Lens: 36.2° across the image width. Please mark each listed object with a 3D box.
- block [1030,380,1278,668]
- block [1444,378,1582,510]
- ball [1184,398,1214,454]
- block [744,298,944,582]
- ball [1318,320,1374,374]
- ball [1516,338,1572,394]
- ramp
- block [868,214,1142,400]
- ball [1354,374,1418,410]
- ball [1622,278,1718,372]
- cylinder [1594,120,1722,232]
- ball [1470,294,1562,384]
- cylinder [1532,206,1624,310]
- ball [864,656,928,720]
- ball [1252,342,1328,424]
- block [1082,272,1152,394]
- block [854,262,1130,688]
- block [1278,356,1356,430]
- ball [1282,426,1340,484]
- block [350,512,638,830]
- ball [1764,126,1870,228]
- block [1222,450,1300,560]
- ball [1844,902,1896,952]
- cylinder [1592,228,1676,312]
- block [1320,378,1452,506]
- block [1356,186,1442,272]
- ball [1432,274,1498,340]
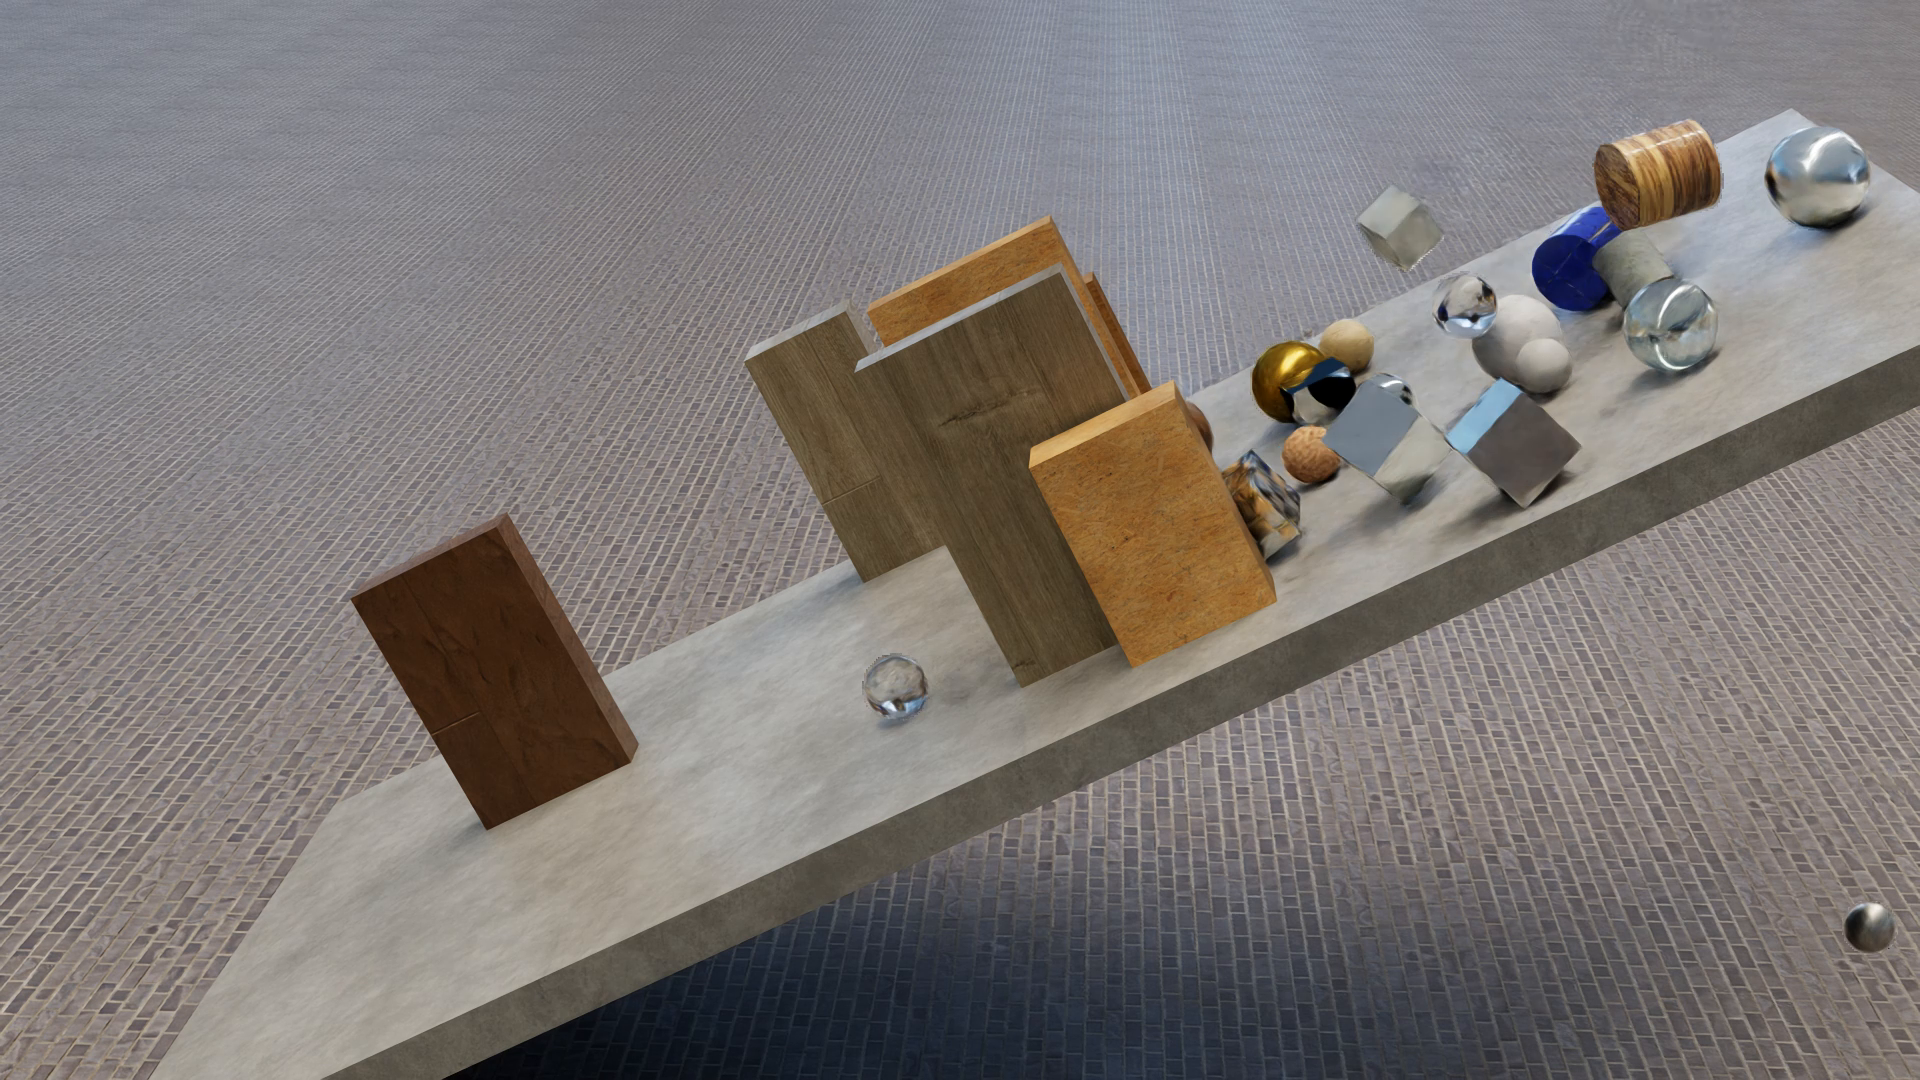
[{"bbox_3d":[0.358,-0.030,5.452,0.295,0.429,0.145,-25,14,10],"label":"block"},{"bbox_3d":[0.988,-0.174,5.260,0.151,0.151,0.151,40,6,-12],"label":"block"},{"bbox_3d":[0.444,-0.211,6.312,0.200,0.200,0.200,0,17,0],"label":"ball"},{"bbox_3d":[-0.244,-0.236,6.994,0.270,0.606,0.149,-25,14,10],"label":"block"},{"bbox_3d":[0.866,-0.433,6.592,0.124,0.124,0.124,0,17,0],"label":"ball"},{"bbox_3d":[1.141,-0.340,5.748,0.111,0.111,0.111,0,17,0],"label":"ball"},{"bbox_3d":[0.139,0.168,6.281,4.000,0.100,2.000,-25,14,10],"label":"ramp"},{"bbox_3d":[0.163,-0.237,5.945,0.407,0.731,0.083,-25,14,10],"label":"block"},{"bbox_3d":[0.864,-0.272,5.987,0.134,0.134,0.134,0,17,0],"label":"ball"},{"bbox_3d":[1.325,-0.401,5.485,0.173,0.173,0.173,0,17,0],"label":"ball"},{"bbox_3d":[1.431,-0.748,6.038,0.186,0.186,0.186,-17,20,-10],"label":"cylinder"},{"bbox_3d":[1.112,-0.400,5.877,0.180,0.180,0.180,0,17,0],"label":"ball"},{"bbox_3d":[1.317,-0.593,6.187,0.170,0.170,0.170,11,31,32],"label":"cylinder"},{"bbox_3d":[-0.126,0.294,5.851,0.127,0.127,0.127,0,17,0],"label":"ball"},{"bbox_3d":[0.726,-0.344,6.420,0.180,0.180,0.180,0,17,0],"label":"ball"},{"bbox_3d":[0.255,-0.298,6.509,0.329,0.488,0.101,-25,14,10],"label":"block"},{"bbox_3d":[0.154,-0.119,5.601,0.431,0.698,0.098,-25,14,10],"label":"block"},{"bbox_3d":[0.774,-0.292,6.243,0.130,0.130,0.130,-28,14,0],"label":"block"},{"bbox_3d":[0.712,-0.173,5.957,0.117,0.117,0.117,0,17,0],"label":"ball"},{"bbox_3d":[-1.035,0.296,6.573,0.374,0.611,0.117,-25,14,10],"label":"block"},{"bbox_3d":[1.707,-0.722,5.857,0.203,0.203,0.203,0,17,0],"label":"ball"},{"bbox_3d":[0.553,-0.053,5.653,0.142,0.142,0.142,-39,18,25],"label":"block"},{"bbox_3d":[1.984,0.845,6.413,0.108,0.108,0.108,0,17,0],"label":"ball"},{"bbox_3d":[1.349,-0.540,5.891,0.121,0.121,0.121,-14,65,-38],"label":"cylinder"},{"bbox_3d":[0.805,-0.184,5.529,0.148,0.148,0.148,40,6,41],"label":"block"},{"bbox_3d":[0.959,-0.681,6.422,0.112,0.112,0.112,-44,40,-3],"label":"block"},{"bbox_3d":[0.991,-0.458,5.776,0.129,0.129,0.129,0,17,0],"label":"ball"}]
